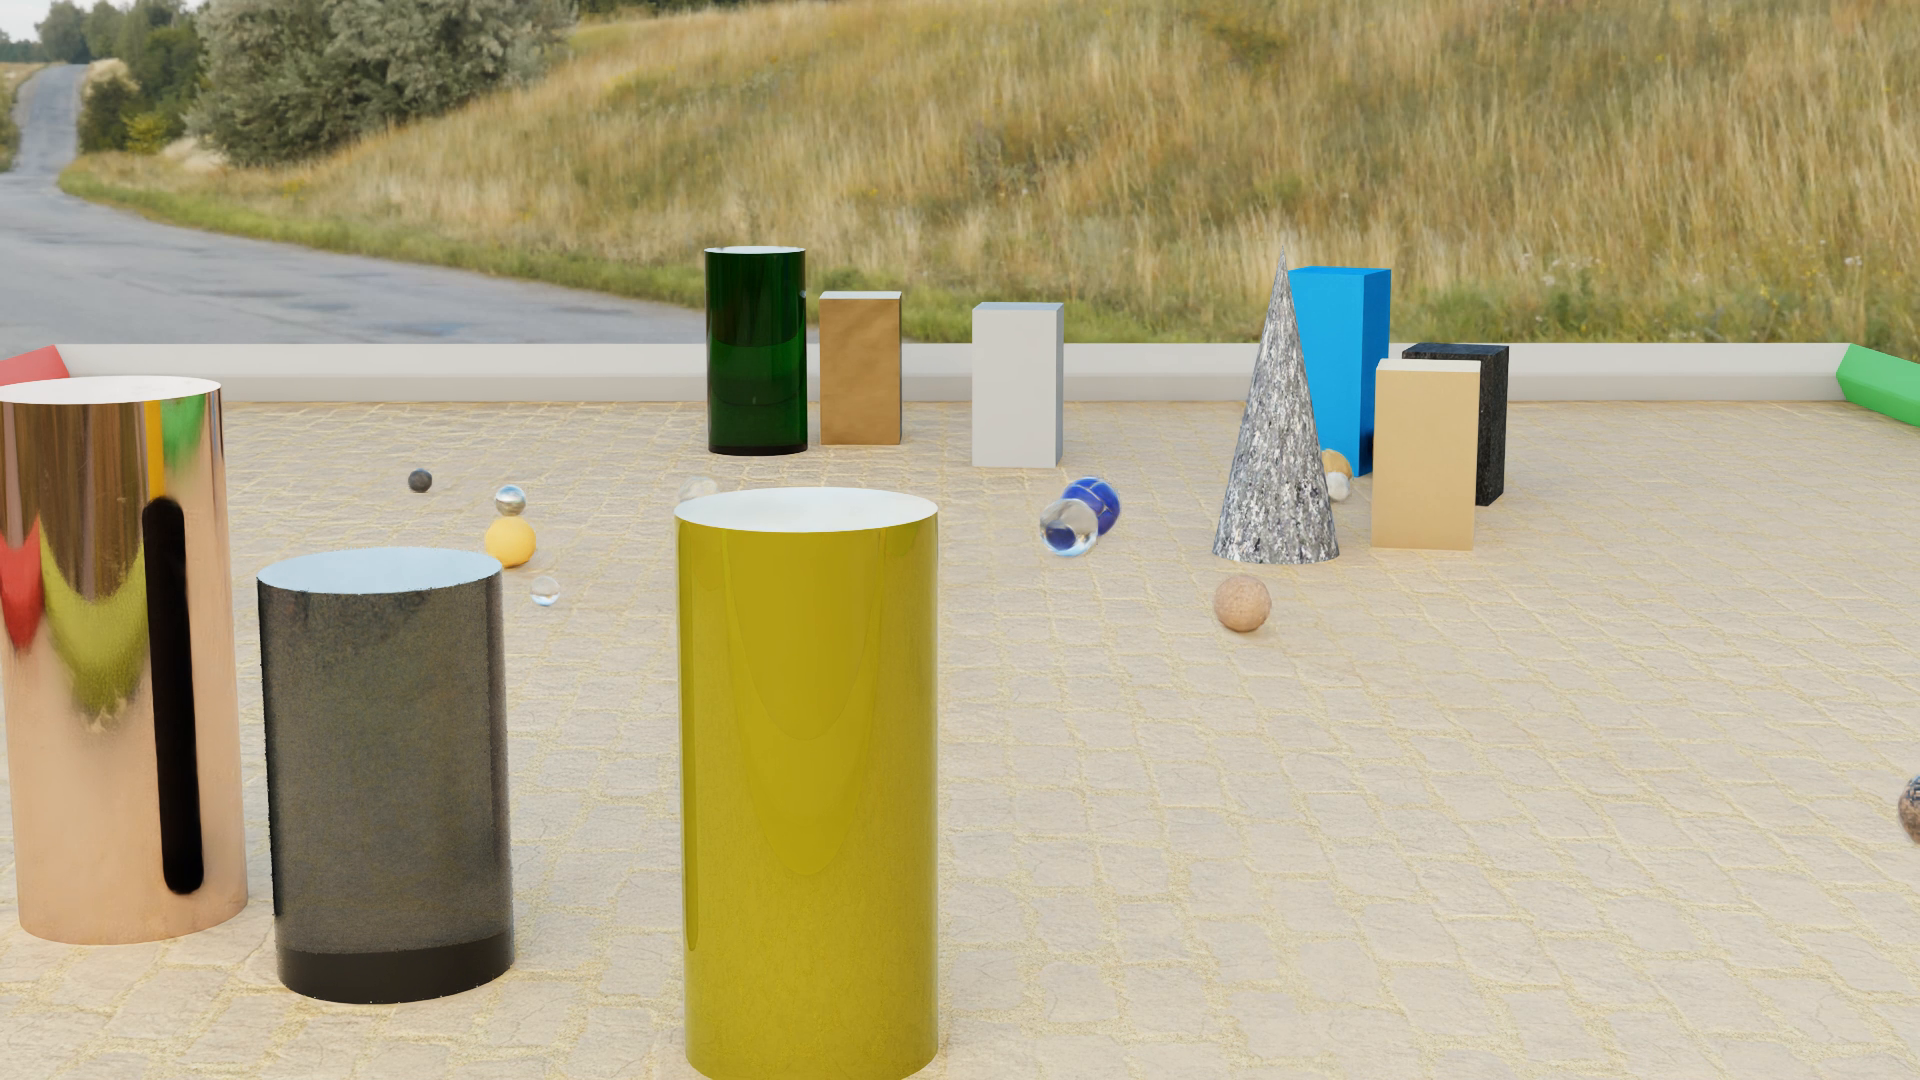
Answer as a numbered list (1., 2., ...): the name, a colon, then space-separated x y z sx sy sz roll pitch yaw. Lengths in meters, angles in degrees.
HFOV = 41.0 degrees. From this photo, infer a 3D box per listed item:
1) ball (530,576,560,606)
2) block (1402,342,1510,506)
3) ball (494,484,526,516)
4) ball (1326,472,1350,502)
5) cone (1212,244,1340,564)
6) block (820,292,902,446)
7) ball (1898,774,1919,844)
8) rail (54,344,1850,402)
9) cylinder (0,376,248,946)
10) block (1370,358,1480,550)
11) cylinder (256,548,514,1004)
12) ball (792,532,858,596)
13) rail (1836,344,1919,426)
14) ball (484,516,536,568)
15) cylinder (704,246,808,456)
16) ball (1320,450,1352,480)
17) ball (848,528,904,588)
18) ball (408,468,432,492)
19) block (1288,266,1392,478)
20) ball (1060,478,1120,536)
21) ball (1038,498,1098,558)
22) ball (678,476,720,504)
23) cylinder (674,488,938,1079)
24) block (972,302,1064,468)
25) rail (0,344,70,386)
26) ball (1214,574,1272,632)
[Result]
1. ball: -0.563 0.069 3.482 0.041 0.041 0.041 0 11 0
2. block: 0.834 -0.198 4.337 0.153 0.252 0.153 4 11 21
3. ball: -0.729 -0.063 4.163 0.052 0.052 0.052 0 11 0
4. ball: 0.628 -0.088 4.295 0.053 0.053 0.053 0 11 0
5. cone: 0.476 -0.209 3.823 0.191 0.463 0.191 0 11 0
6. block: -0.192 -0.336 4.998 0.153 0.282 0.153 0 11 1
7. ball: 0.917 0.252 2.397 0.078 0.078 0.078 0 11 0
8. rail: -0.012 -0.360 5.555 3.902 0.124 0.045 0 11 0
9. cylinder: -0.719 0.097 2.196 0.191 0.456 0.191 0 11 0
10. block: 0.716 -0.133 3.938 0.153 0.271 0.153 2 11 12
11. cylinder: -0.461 0.185 2.073 0.191 0.329 0.191 0 11 0
12. ball: -0.187 0.033 3.540 0.090 0.090 0.090 0 11 0
13. rail: 1.927 0.030 3.460 0.045 0.124 4.332 0 11 0
14. ball: -0.656 0.003 3.746 0.075 0.075 0.075 0 11 0
15. cylinder: -0.386 -0.360 4.863 0.191 0.379 0.191 0 11 0
16. ball: 0.629 -0.116 4.373 0.078 0.078 0.078 0 11 0
17. ball: -0.121 0.025 3.600 0.085 0.085 0.085 0 11 0
18. ball: -0.925 -0.102 4.398 0.041 0.041 0.041 0 11 0
19. block: 0.676 -0.307 4.630 0.153 0.359 0.153 5 12 27
20. ball: 0.200 -0.050 3.974 0.095 0.095 0.095 0 11 0
21. ball: 0.162 -0.019 3.820 0.089 0.089 0.089 0 11 0
22. ball: -0.422 -0.070 4.157 0.068 0.068 0.068 0 11 0
23. cylinder: -0.111 0.178 1.889 0.191 0.409 0.191 0 11 0
24. block: 0.108 -0.287 4.725 0.153 0.286 0.153 1 11 7
25. rail: -1.927 0.034 3.438 0.045 0.124 4.332 0 11 0
26. ball: 0.365 0.082 3.319 0.075 0.075 0.075 0 11 0
